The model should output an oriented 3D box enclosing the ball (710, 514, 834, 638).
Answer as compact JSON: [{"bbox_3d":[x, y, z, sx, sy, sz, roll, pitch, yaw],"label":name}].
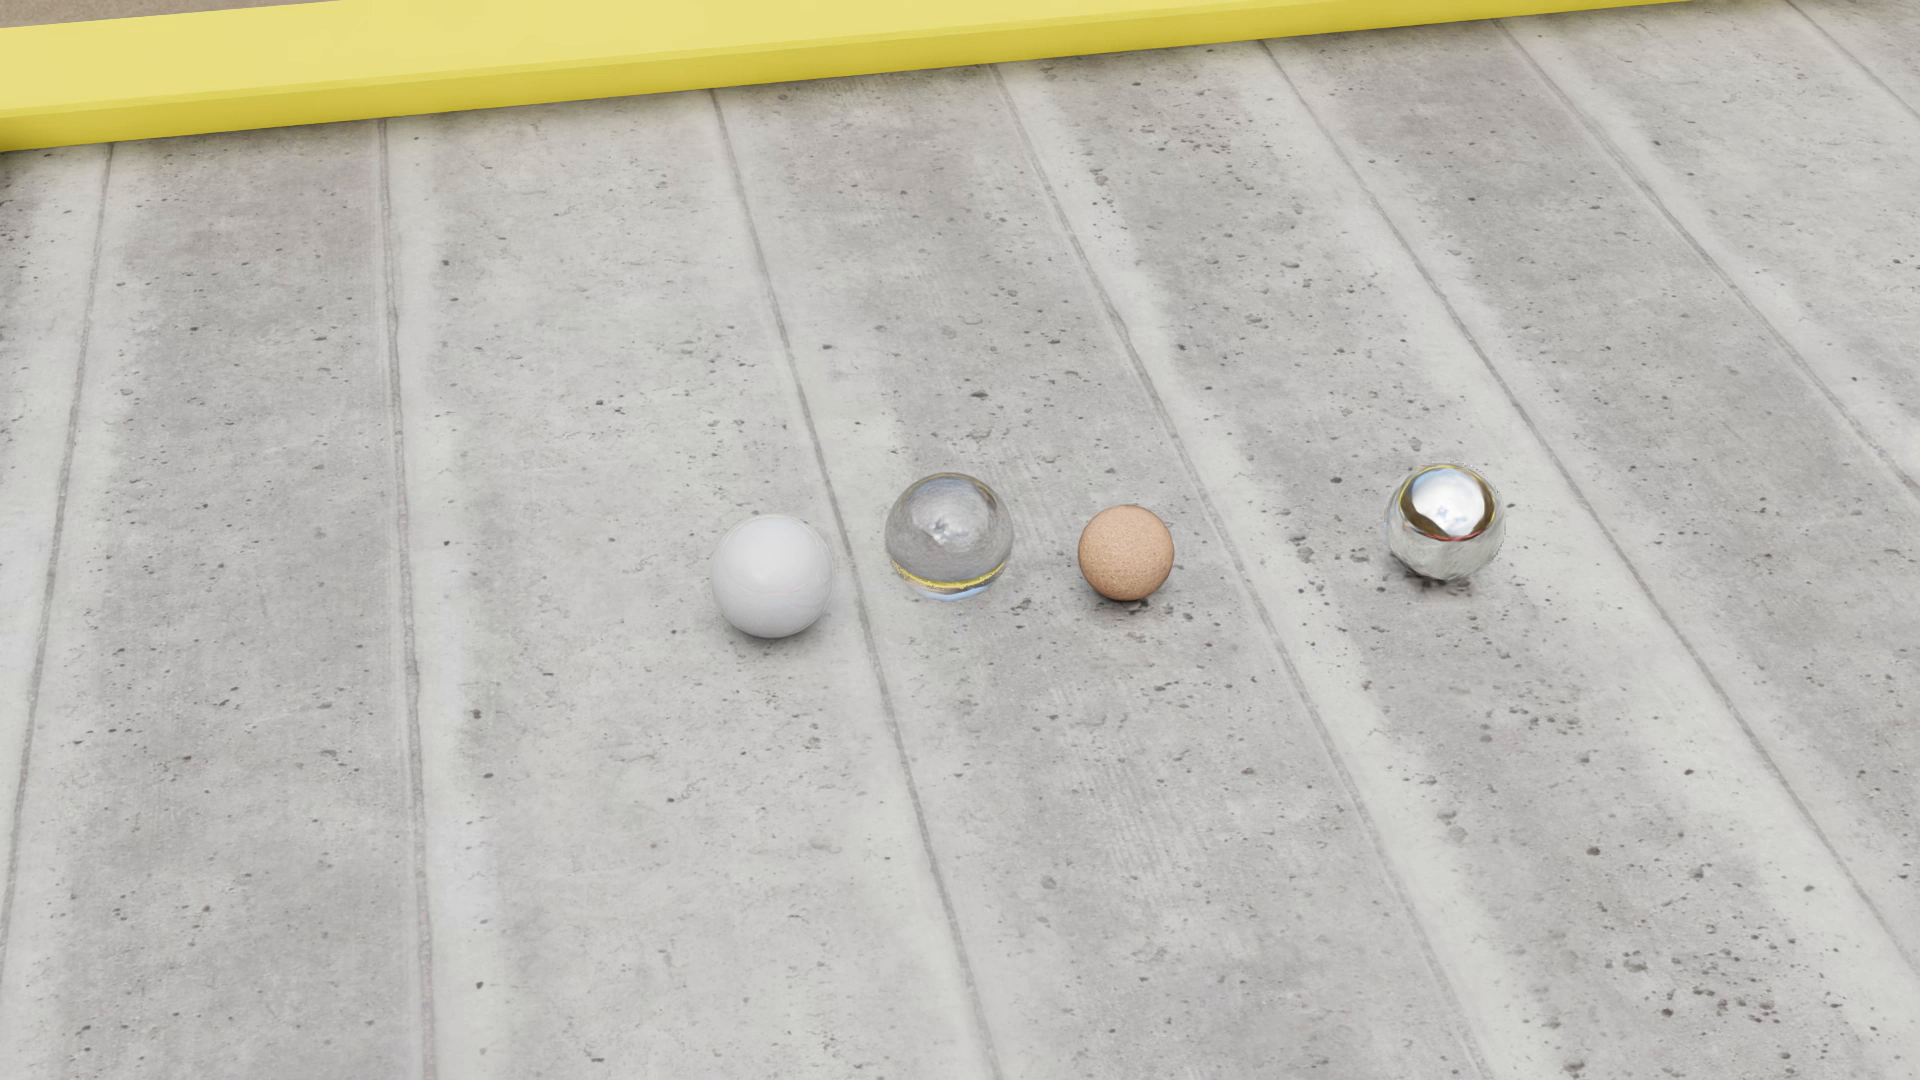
[{"bbox_3d":[-0.116,0.022,1.587,0.077,0.077,0.077,0,36,0],"label":"ball"}]

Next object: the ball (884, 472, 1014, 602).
[{"bbox_3d":[-0.007,-0.002,1.616,0.082,0.082,0.082,0,36,0],"label":"ball"}]

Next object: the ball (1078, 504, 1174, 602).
[{"bbox_3d":[0.105,0.008,1.620,0.061,0.061,0.061,0,36,0],"label":"ball"}]

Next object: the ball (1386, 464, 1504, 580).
[{"bbox_3d":[0.309,-0.012,1.636,0.075,0.075,0.075,0,36,0],"label":"ball"}]

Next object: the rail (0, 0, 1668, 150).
[{"bbox_3d":[0.537,-0.515,2.306,2.797,0.107,0.045,-7,36,-9],"label":"rail"}]
